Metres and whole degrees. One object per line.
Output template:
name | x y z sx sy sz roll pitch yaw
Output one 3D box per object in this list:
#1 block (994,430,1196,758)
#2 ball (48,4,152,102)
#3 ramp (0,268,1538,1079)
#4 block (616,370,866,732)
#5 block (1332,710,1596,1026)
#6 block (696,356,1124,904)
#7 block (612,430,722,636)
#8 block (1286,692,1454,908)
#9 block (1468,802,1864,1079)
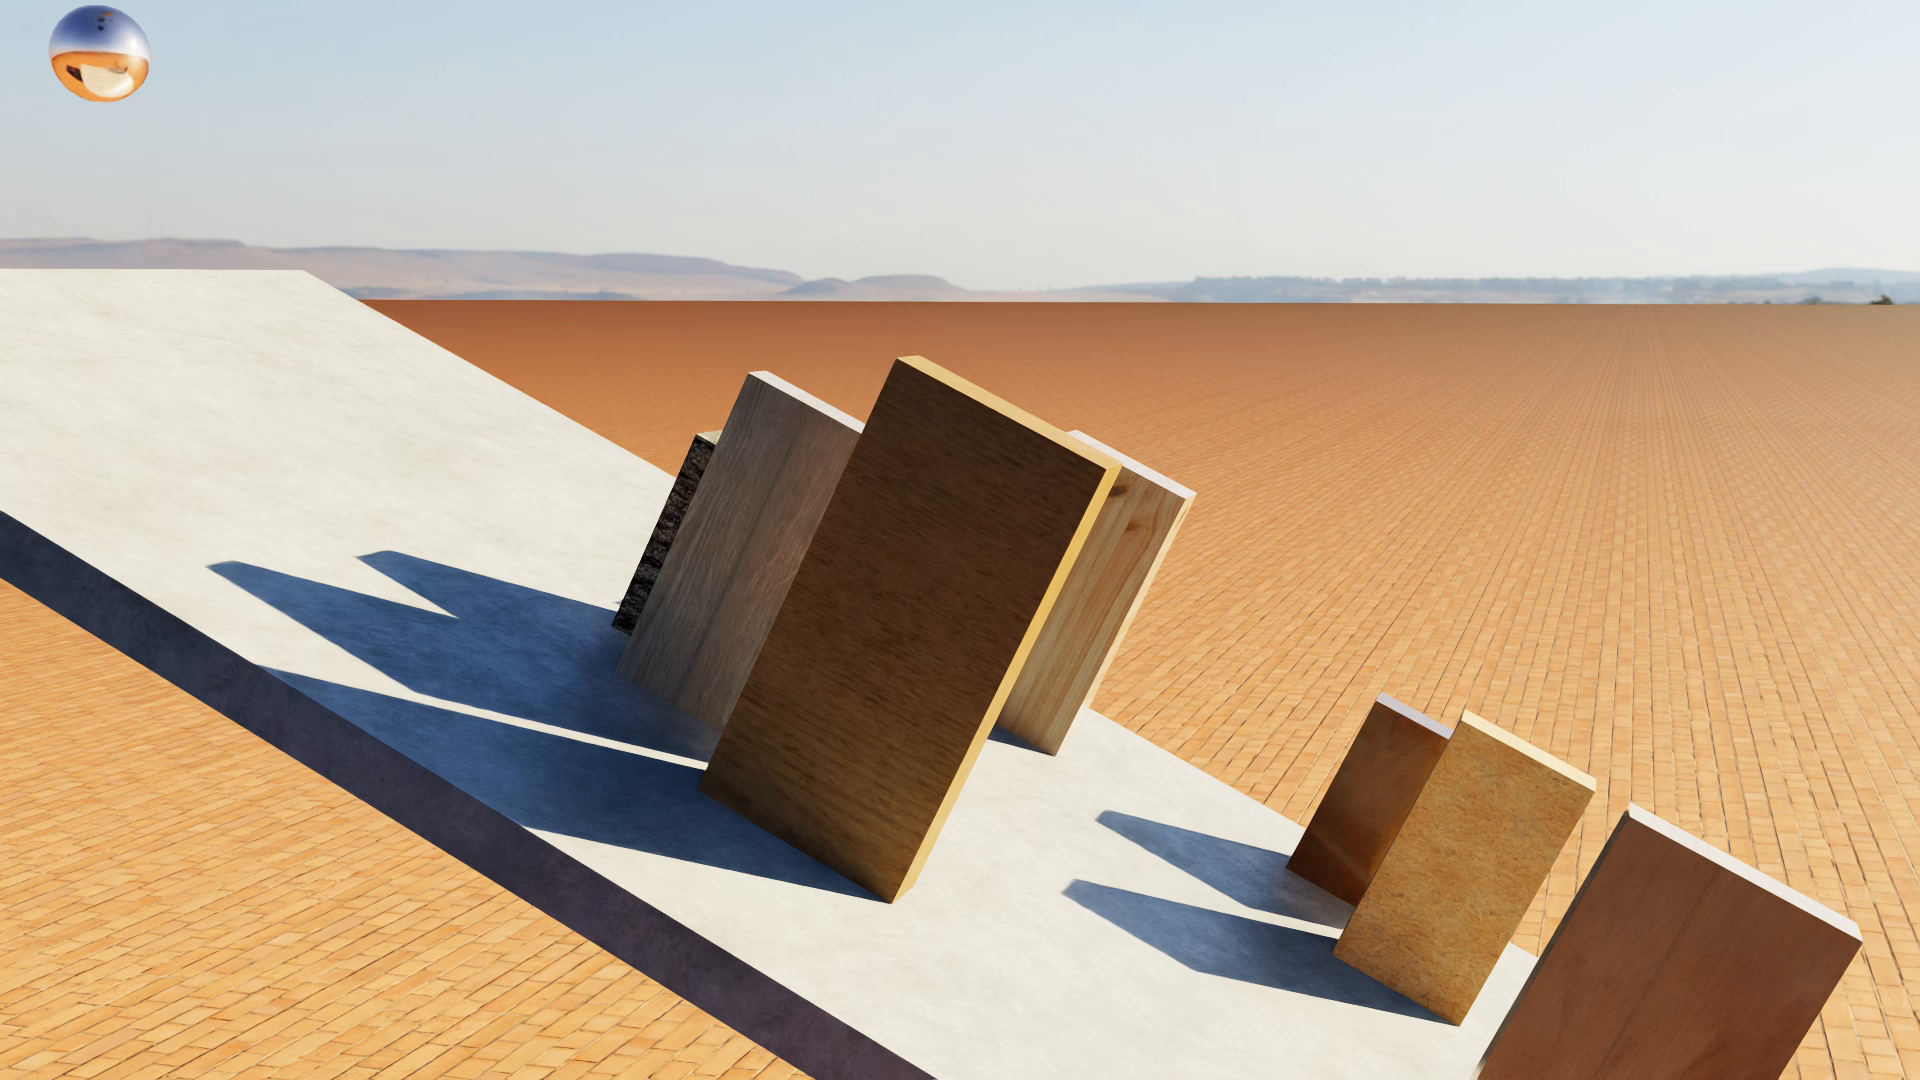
block | 0.223 0.111 4.626 0.288 0.615 0.122 29 14 12
ball | -1.763 -0.997 4.511 0.197 0.197 0.197 0 7 0
ramp | -0.248 0.418 4.161 4.000 0.100 2.000 29 14 12
block | -0.297 0.069 3.881 0.432 0.602 0.081 29 14 12
block | 0.962 0.627 4.209 0.274 0.529 0.105 29 14 12
block | -0.088 0.145 3.556 0.378 0.797 0.115 29 14 12
block | -0.426 0.048 4.137 0.306 0.409 0.115 29 14 12
block | 0.930 0.583 4.573 0.344 0.409 0.100 29 14 12
block | 0.877 0.774 3.005 0.328 0.768 0.084 29 14 12
